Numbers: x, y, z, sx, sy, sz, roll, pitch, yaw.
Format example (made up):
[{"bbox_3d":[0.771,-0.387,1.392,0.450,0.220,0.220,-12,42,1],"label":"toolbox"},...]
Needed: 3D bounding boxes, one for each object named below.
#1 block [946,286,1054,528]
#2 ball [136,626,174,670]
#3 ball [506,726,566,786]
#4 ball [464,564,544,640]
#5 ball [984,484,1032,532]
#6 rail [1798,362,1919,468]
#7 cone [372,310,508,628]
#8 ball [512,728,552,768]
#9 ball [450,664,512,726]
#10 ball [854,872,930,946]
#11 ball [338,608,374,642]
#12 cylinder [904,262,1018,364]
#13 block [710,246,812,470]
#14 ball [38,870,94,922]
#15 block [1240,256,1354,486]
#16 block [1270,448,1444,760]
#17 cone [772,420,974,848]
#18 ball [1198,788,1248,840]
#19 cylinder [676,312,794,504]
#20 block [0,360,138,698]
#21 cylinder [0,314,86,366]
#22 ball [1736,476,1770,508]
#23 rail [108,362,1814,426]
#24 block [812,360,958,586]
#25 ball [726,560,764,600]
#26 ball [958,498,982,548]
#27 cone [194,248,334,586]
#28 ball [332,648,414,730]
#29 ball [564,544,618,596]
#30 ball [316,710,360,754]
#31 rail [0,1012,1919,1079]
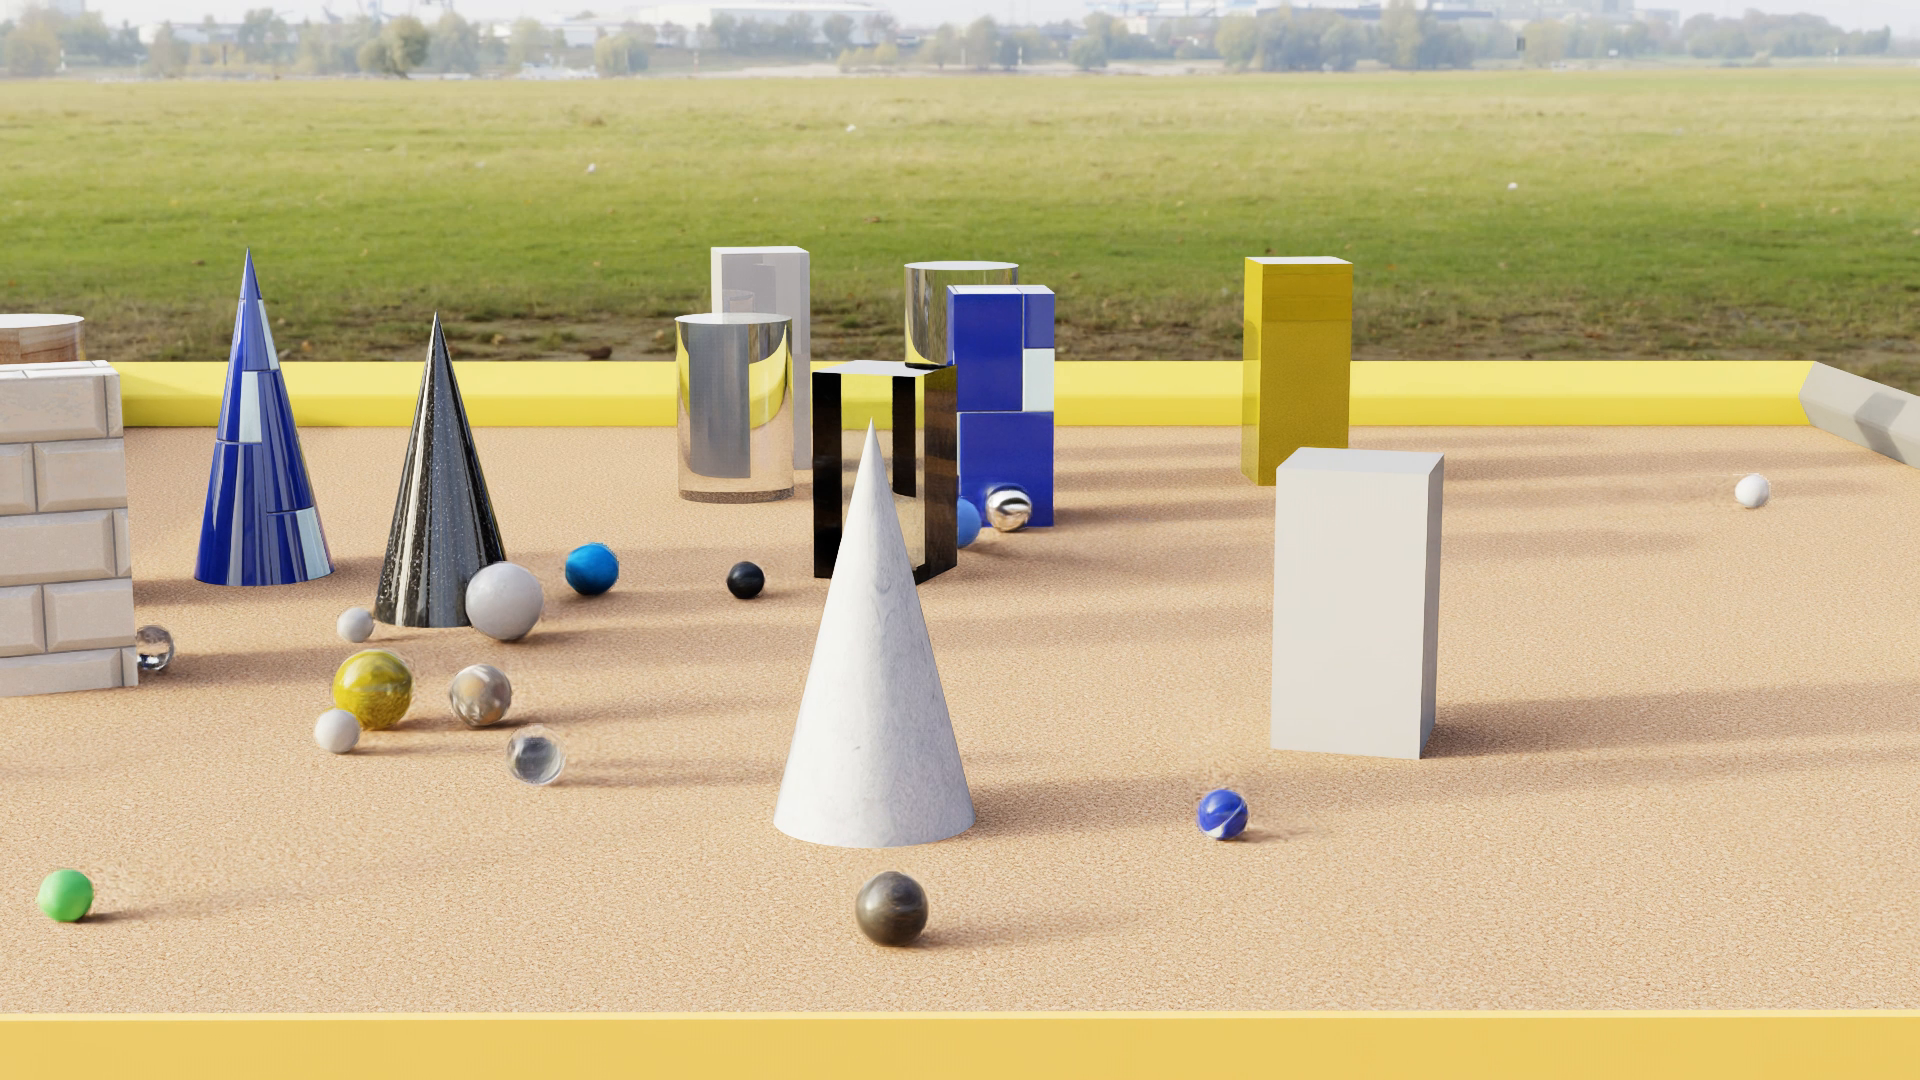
[{"bbox_3d":[0.064,-0.218,4.147,0.159,0.373,0.159,-1,11,-4],"label":"block"},{"bbox_3d":[-0.986,0.132,3.131,0.052,0.052,0.052,0,10,0],"label":"ball"},{"bbox_3d":[-0.434,0.221,2.627,0.061,0.061,0.061,0,10,0],"label":"ball"},{"bbox_3d":[-0.584,0.079,3.288,0.099,0.099,0.099,0,10,0],"label":"ball"},{"bbox_3d":[0.076,-0.050,4.057,0.075,0.075,0.075,0,10,0],"label":"ball"},{"bbox_3d":[1.736,0.031,3.459,0.045,0.129,3.663,0,10,0],"label":"rail"},{"bbox_3d":[-0.692,-0.104,3.426,0.199,0.410,0.199,0,10,0],"label":"cone"},{"bbox_3d":[-0.449,0.218,2.695,0.041,0.041,0.041,0,10,0],"label":"ball"},{"bbox_3d":[-0.535,0.173,2.864,0.069,0.069,0.069,0,10,0],"label":"ball"},{"bbox_3d":[-0.057,0.309,2.149,0.062,0.062,0.062,0,10,0],"label":"ball"},{"bbox_3d":[-0.771,0.109,3.279,0.045,0.045,0.045,0,10,0],"label":"ball"},{"bbox_3d":[0.003,-0.286,4.477,0.199,0.385,0.199,0,10,0],"label":"cylinder"},{"bbox_3d":[-0.365,-0.334,4.709,0.159,0.395,0.159,-2,11,-12],"label":"block"},{"bbox_3d":[-0.770,0.306,2.210,0.045,0.045,0.045,0,10,0],"label":"ball"},{"bbox_3d":[0.595,-0.301,4.550,0.159,0.389,0.159,-1,11,-5],"label":"block"},{"bbox_3d":[0.434,0.065,2.797,0.159,0.306,0.159,3,11,16],"label":"block"},{"bbox_3d":[-0.084,0.077,2.481,0.199,0.397,0.199,0,10,0],"label":"cone"},{"bbox_3d":[0.251,0.261,2.444,0.049,0.049,0.049,0,10,0],"label":"ball"},{"bbox_3d":[-0.385,-0.228,4.386,0.199,0.303,0.199,0,10,0],"label":"cylinder"},{"bbox_3d":[-1.084,-0.017,3.063,0.159,0.372,0.159,-5,11,-23],"label":"block"},{"bbox_3d":[-1.294,-0.108,3.518,0.199,0.385,0.199,0,10,0],"label":"cylinder"},{"bbox_3d":[1.319,-0.079,4.269,0.055,0.055,0.055,0,10,0],"label":"ball"},{"bbox_3d":[-0.010,-0.295,5.226,3.520,0.129,0.045,0,10,0],"label":"rail"},{"bbox_3d":[-0.107,-0.100,3.713,0.159,0.298,0.159,4,11,21],"label":"block"},{"bbox_3d":[-0.297,0.055,3.545,0.053,0.053,0.053,0,10,0],"label":"ball"},{"bbox_3d":[-0.007,-0.026,3.914,0.078,0.078,0.078,0,10,0],"label":"ball"},{"bbox_3d":[-1.012,-0.186,3.690,0.199,0.475,0.199,0,10,0],"label":"cone"},{"bbox_3d":[-0.651,0.165,2.849,0.089,0.089,0.089,0,10,0],"label":"ball"},{"bbox_3d":[-0.513,0.042,3.566,0.072,0.072,0.072,0,10,0],"label":"ball"},{"bbox_3d":[-0.667,0.205,2.750,0.047,0.047,0.047,0,10,0],"label":"ball"},{"bbox_3d":[0.010,0.362,1.671,3.520,0.129,0.045,0,10,0],"label":"rail"}]
